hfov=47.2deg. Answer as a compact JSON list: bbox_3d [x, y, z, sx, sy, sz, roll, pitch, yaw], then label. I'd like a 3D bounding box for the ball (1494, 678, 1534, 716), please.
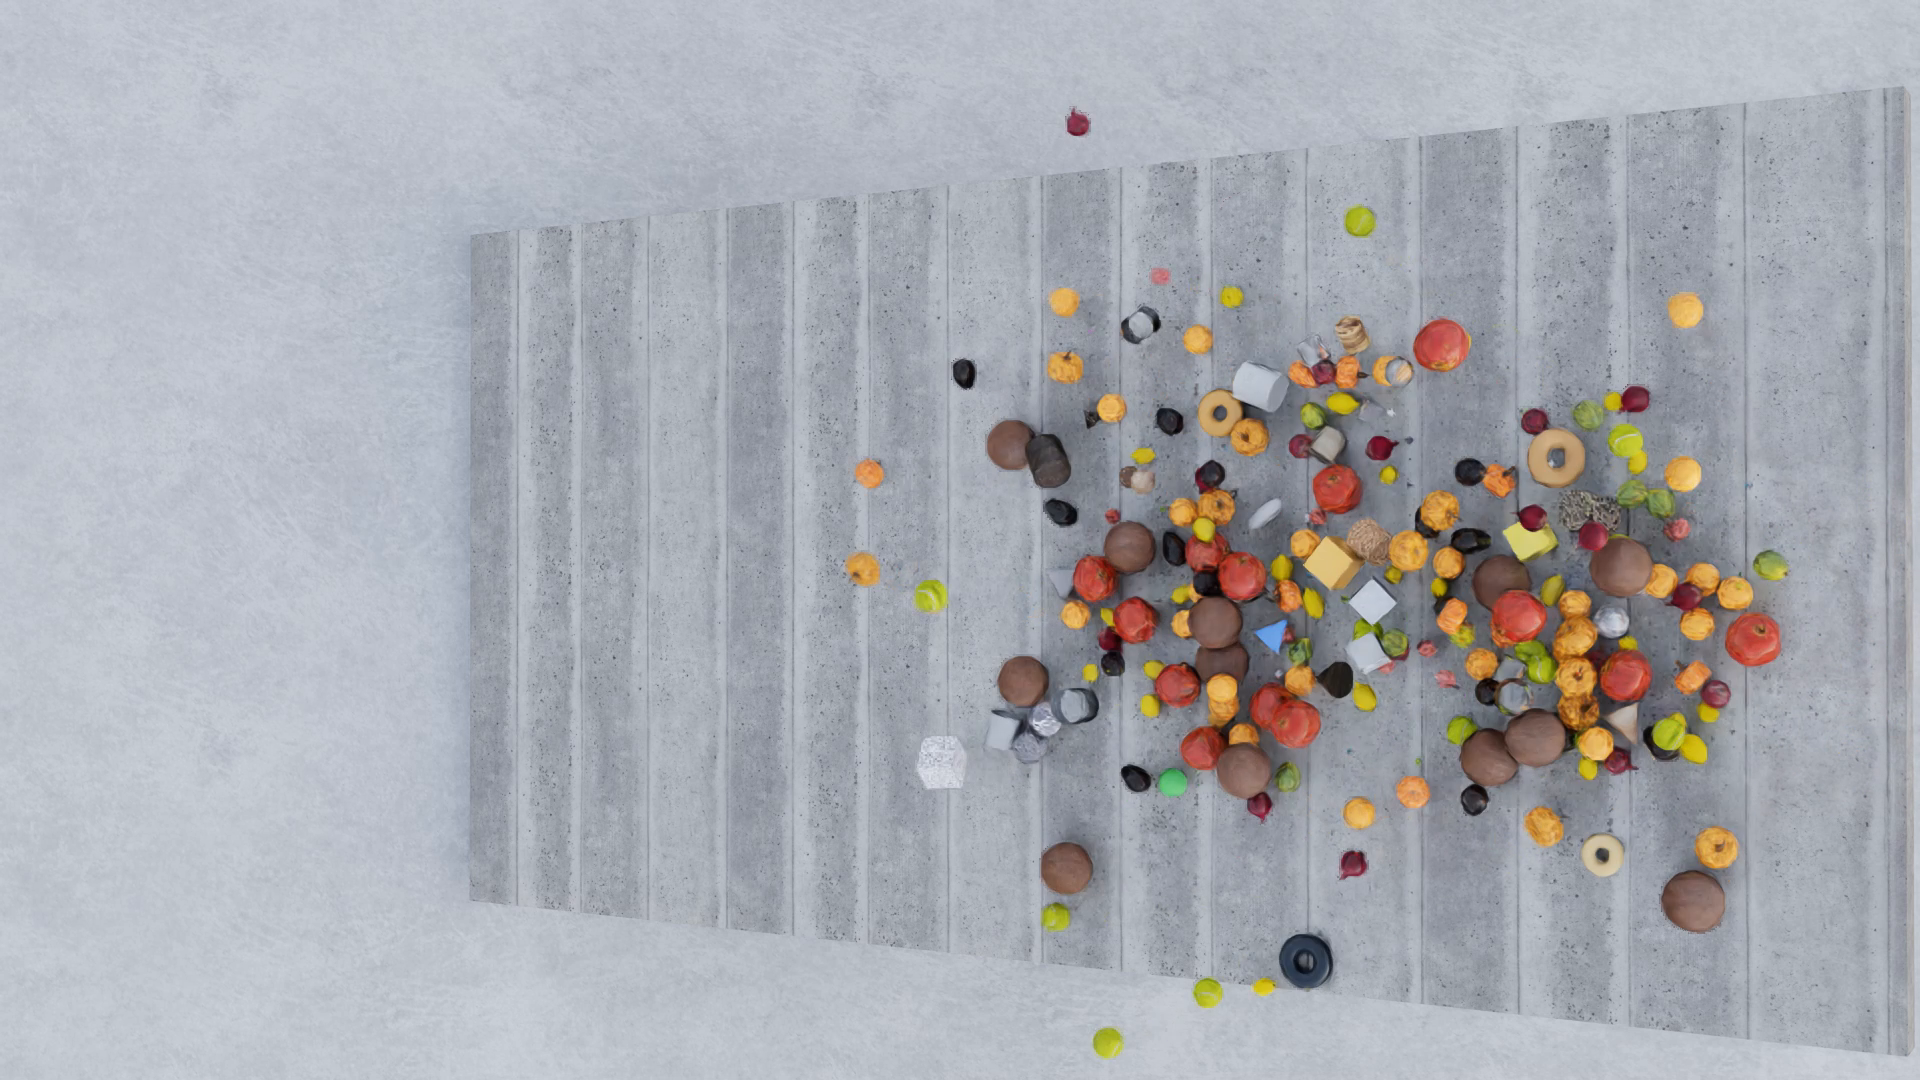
[{"bbox_3d":[1.194,0.339,4.740,0.084,0.084,0.084,0,89,0],"label":"ball"}]

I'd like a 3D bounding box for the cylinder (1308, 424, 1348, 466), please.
[{"bbox_3d":[0.860,-0.221,5.142,0.069,0.069,0.069,36,85,0],"label":"cylinder"}]

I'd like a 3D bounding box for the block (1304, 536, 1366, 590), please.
[{"bbox_3d":[0.875,0.053,5.132,0.087,0.087,0.087,44,111,24],"label":"block"}]

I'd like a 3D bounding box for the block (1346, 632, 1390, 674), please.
[{"bbox_3d":[0.928,0.256,4.989,0.066,0.066,0.066,-29,69,14],"label":"block"}]

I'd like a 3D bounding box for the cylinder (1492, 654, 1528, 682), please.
[{"bbox_3d":[1.208,0.290,4.831,0.060,0.060,0.060,26,97,0],"label":"cylinder"}]

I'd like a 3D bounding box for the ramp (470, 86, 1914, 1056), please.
[{"bbox_3d":[0.265,0.073,5.611,4.000,0.100,2.000,0,89,31],"label":"ramp"}]

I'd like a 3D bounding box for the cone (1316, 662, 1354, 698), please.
[{"bbox_3d":[0.863,0.326,5.165,0.086,0.086,0.086,0,89,-32],"label":"cone"}]

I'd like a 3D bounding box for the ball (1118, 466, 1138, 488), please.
[{"bbox_3d":[0.419,-0.155,5.429,0.056,0.056,0.056,0,89,0],"label":"ball"}]

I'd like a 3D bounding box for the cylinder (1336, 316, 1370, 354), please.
[{"bbox_3d":[0.904,-0.473,5.062,0.063,0.063,0.063,-33,121,0],"label":"cylinder"}]

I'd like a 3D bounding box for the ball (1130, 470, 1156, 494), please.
[{"bbox_3d":[0.445,-0.141,5.338,0.062,0.062,0.062,0,89,0],"label":"ball"}]

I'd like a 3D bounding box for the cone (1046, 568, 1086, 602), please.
[{"bbox_3d":[0.278,0.094,5.521,0.092,0.092,0.092,-28,90,0],"label":"cone"}]

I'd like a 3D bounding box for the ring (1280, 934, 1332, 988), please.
[{"bbox_3d":[0.815,0.993,5.185,0.131,0.044,0.131,0,89,30],"label":"ring"}]

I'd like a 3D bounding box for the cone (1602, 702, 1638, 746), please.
[{"bbox_3d":[1.452,0.408,4.780,0.087,0.087,0.087,-21,80,0],"label":"cone"}]

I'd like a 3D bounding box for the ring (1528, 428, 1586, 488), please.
[{"bbox_3d":[1.316,-0.180,4.853,0.134,0.045,0.134,0,91,-8],"label":"ring"}]

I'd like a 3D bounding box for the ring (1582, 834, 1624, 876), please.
[{"bbox_3d":[1.412,0.691,4.833,0.094,0.031,0.094,-1,88,32],"label":"ring"}]

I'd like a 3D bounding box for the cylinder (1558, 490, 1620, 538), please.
[{"bbox_3d":[1.376,-0.056,4.805,0.093,0.093,0.093,12,89,-30],"label":"cylinder"}]

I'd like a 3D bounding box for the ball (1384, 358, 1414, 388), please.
[{"bbox_3d":[0.985,-0.376,4.933,0.066,0.066,0.066,0,89,0],"label":"ball"}]

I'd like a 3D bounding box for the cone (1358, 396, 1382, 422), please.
[{"bbox_3d":[0.951,-0.316,5.121,0.057,0.057,0.057,-4,51,0],"label":"cone"}]

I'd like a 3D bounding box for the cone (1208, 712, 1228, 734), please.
[{"bbox_3d":[0.621,0.452,5.320,0.050,0.050,0.050,5,124,0],"label":"cone"}]

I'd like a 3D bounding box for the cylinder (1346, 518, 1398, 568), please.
[{"bbox_3d":[0.948,0.005,5.065,0.082,0.082,0.082,-42,49,0],"label":"cylinder"}]

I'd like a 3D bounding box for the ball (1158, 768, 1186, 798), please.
[{"bbox_3d":[0.517,0.591,5.354,0.070,0.070,0.070,0,89,0],"label":"ball"}]

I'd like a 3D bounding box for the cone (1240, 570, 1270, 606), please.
[{"bbox_3d":[0.684,0.103,5.227,0.076,0.076,0.076,-27,92,0],"label":"cone"}]

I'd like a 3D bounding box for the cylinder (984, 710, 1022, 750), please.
[{"bbox_3d":[0.109,0.482,5.594,0.082,0.082,0.082,13,99,0],"label":"cylinder"}]

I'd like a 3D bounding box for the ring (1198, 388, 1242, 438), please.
[{"bbox_3d":[0.629,-0.307,5.313,0.117,0.039,0.117,0,90,30],"label":"ring"}]

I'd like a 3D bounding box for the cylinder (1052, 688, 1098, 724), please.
[{"bbox_3d":[0.287,0.414,5.484,0.088,0.088,0.088,0,90,32],"label":"cylinder"}]

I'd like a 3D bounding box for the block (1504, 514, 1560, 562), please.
[{"bbox_3d":[1.272,-0.005,4.896,0.077,0.077,0.077,-34,72,26],"label":"block"}]

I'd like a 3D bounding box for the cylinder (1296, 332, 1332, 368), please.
[{"bbox_3d":[0.809,-0.434,5.039,0.060,0.060,0.060,-32,92,0],"label":"cylinder"}]

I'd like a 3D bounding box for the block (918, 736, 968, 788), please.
[{"bbox_3d":[-0.045,0.565,5.589,0.093,0.093,0.093,-3,50,18],"label":"block"}]

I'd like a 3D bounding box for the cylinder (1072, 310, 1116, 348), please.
[{"bbox_3d":[0.336,-0.527,5.505,0.096,0.096,0.096,0,93,-4],"label":"cylinder"}]

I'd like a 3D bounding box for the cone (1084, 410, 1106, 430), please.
[{"bbox_3d":[0.340,-0.306,5.497,0.053,0.053,0.053,-13,89,4],"label":"cone"}]

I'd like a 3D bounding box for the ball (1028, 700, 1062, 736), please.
[{"bbox_3d":[0.215,0.449,5.525,0.089,0.089,0.089,0,89,0],"label":"ball"}]

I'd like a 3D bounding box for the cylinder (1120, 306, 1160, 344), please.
[{"bbox_3d":[0.439,-0.522,5.349,0.070,0.070,0.070,-37,89,-33],"label":"cylinder"}]

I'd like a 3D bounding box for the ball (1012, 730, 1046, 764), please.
[{"bbox_3d":[0.176,0.524,5.552,0.087,0.087,0.087,0,89,0],"label":"ball"}]

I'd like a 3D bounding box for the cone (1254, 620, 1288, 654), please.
[{"bbox_3d":[0.735,0.211,5.102,0.077,0.077,0.077,42,94,0],"label":"cone"}]

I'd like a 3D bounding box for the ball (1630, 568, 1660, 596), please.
[{"bbox_3d":[1.485,0.091,4.773,0.063,0.063,0.063,0,89,0],"label":"ball"}]

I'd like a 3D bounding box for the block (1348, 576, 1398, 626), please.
[{"bbox_3d":[0.940,0.139,5.004,0.077,0.077,0.077,-45,84,11],"label":"block"}]

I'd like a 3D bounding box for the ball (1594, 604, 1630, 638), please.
[{"bbox_3d":[1.423,0.178,4.805,0.075,0.075,0.075,0,89,0],"label":"ball"}]

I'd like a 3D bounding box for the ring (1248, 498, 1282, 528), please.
[{"bbox_3d":[0.725,-0.062,5.217,0.094,0.094,0.031,-37,77,0],"label":"ring"}]
